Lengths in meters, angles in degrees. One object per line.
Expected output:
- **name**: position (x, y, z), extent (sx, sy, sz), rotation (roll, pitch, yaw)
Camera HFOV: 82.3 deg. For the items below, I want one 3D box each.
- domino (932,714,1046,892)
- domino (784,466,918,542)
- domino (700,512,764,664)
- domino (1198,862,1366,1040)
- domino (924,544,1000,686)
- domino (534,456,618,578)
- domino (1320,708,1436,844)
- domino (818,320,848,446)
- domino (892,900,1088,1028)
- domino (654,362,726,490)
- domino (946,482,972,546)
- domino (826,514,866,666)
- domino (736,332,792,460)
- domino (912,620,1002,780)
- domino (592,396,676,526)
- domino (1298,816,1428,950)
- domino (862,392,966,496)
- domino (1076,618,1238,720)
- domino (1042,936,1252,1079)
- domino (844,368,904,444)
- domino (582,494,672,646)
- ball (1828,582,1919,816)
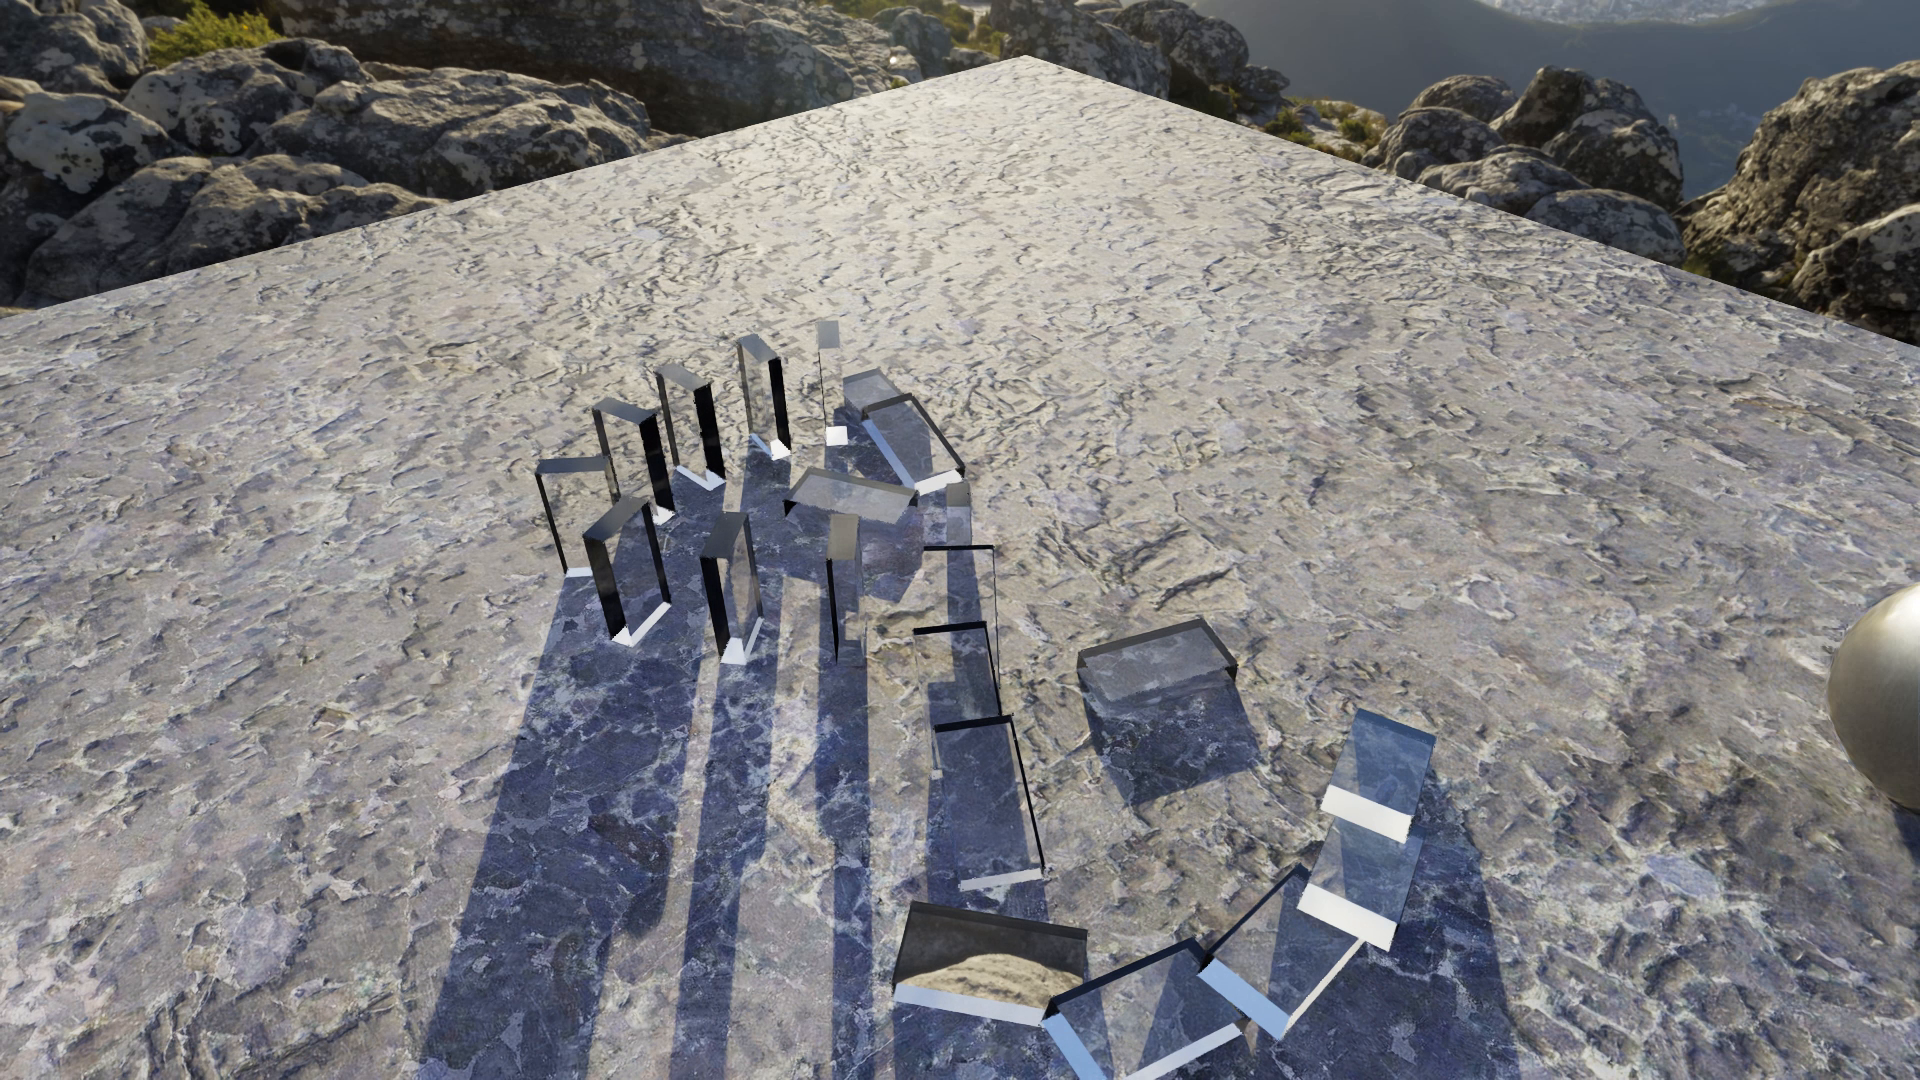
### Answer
- **domino**: position (0.008, 0.079, 0.337), extent (0.025, 0.009, 0.050), rotation (-7, 55, -8)
- **domino**: position (-0.046, -0.015, 0.462), extent (0.050, 0.009, 0.025), rotation (13, 41, 15)
- **domino**: position (-0.080, 0.017, 0.390), extent (0.010, 0.050, 0.025), rotation (5, 40, 6)
- **domino**: position (0.090, 0.111, 0.300), extent (0.025, 0.009, 0.050), rotation (32, 36, 33)
- **domino**: position (0.000, 0.027, 0.390), extent (0.025, 0.010, 0.050), rotation (-2, 73, -2)
- **domino**: position (-0.143, -0.008, 0.422), extent (0.025, 0.050, 0.009), rotation (-3, 39, -4)
- **domino**: position (0.132, 0.072, 0.345), extent (0.025, 0.010, 0.050), rotation (20, 28, 22)
- **domino**: position (-0.058, -0.071, 0.498), extent (0.009, 0.050, 0.025), rotation (-4, 40, -5)
- **domino**: position (0.009, 0.116, 0.301), extent (0.050, 0.010, 0.025), rotation (7, 40, 8)
- **domino**: position (-0.115, -0.048, 0.470), extent (0.025, 0.050, 0.009), rotation (30, 48, 31)
- **domino**: position (0.000, 0.003, 0.428), extent (0.009, 0.025, 0.050), rotation (0, 39, -1)
- **domino**: position (-0.040, 0.018, 0.389), extent (0.010, 0.050, 0.025), rotation (-1, 39, -1)
- **domino**: position (-0.087, -0.063, 0.489), extent (0.010, 0.050, 0.025), rotation (-23, 44, -25)
- **domino**: position (0.000, 0.053, 0.366), extent (0.025, 0.010, 0.050), rotation (-6, 61, -7)
- **domino**: position (-0.133, -0.032, 0.451), extent (0.025, 0.050, 0.010), rotation (20, 43, 22)
- **domino**: position (0.117, 0.094, 0.317), extent (0.025, 0.010, 0.050), rotation (21, 27, 24)
- **domino**: position (-0.021, -0.043, 0.487), extent (0.025, 0.010, 0.050), rotation (-20, 57, -23)
- **domino**: position (0.069, 0.045, 0.389), extent (0.050, 0.010, 0.025), rotation (-13, 41, -15)
- **domino**: position (0.049, 0.123, 0.284), extent (0.050, 0.009, 0.025), rotation (-8, 37, -33)
- **domino**: position (-0.038, -0.063, 0.521), extent (0.025, 0.010, 0.050), rotation (-20, 44, -23)
- **domino**: position (-0.119, 0.012, 0.397), extent (0.010, 0.050, 0.025), rotation (15, 42, 18)
- **ball**: position (0.310, 0.049, 0.328), extent (0.080, 0.080, 0.080), rotation (0, 39, 0)
